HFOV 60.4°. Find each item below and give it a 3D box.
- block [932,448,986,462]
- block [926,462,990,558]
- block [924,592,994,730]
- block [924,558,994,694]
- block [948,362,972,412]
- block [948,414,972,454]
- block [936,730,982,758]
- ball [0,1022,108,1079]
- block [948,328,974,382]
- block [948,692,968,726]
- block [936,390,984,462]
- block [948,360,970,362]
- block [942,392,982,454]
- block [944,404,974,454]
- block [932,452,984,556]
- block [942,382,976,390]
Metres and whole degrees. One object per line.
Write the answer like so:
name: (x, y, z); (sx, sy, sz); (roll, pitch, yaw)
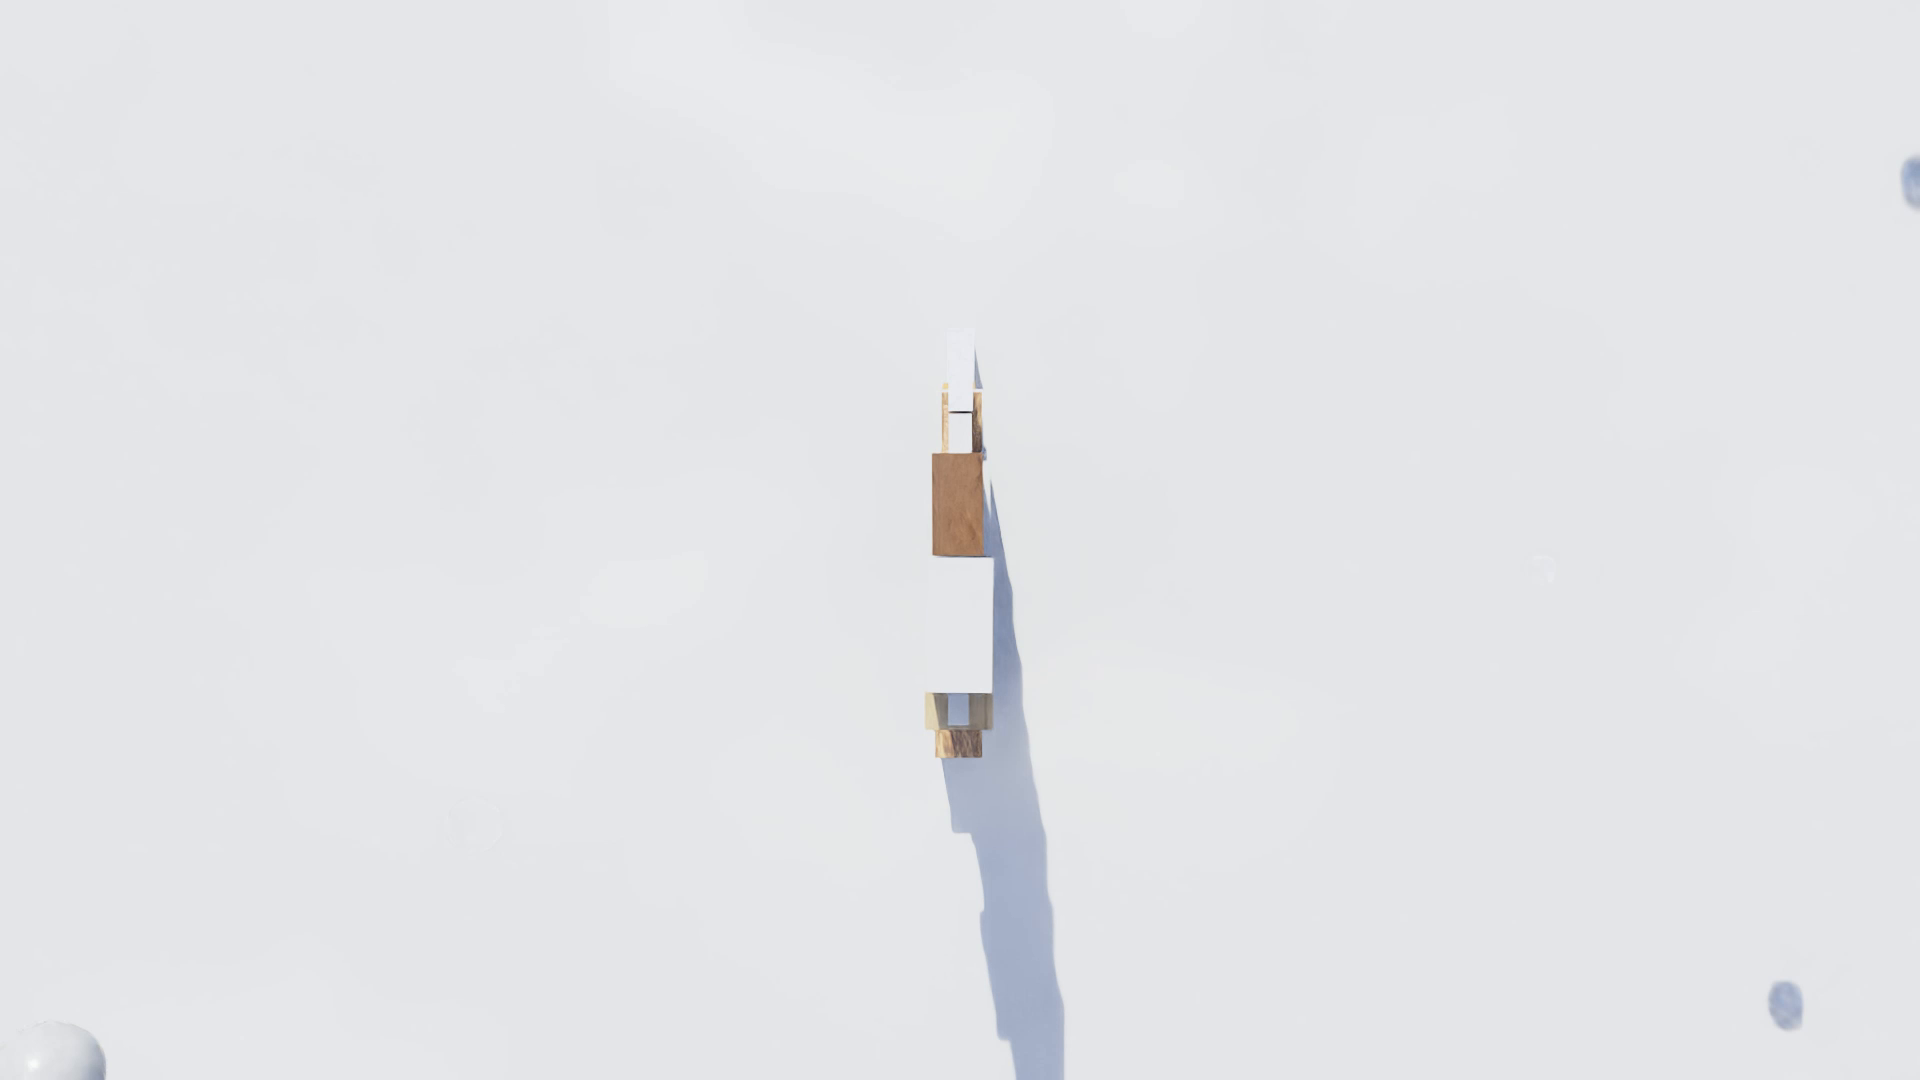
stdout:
block: (-0.001, -0.120, 5.141); (0.167, 0.047, 0.335); (0, 90, 0)
block: (-0.005, -0.035, 4.171); (0.163, 0.046, 0.327); (0, 90, 0)
block: (-0.002, 0.306, 4.186); (0.173, 0.049, 0.347); (0, 90, 0)
block: (-0.002, 0.196, 3.815); (0.155, 0.044, 0.310); (1, 90, 0)
block: (0.001, -0.393, 4.241); (0.063, 0.018, 0.125); (0, 90, 0)
block: (0.001, -0.267, 4.250); (0.058, 0.017, 0.117); (0, 90, 0)
block: (-0.004, 0.534, 5.184); (0.147, 0.042, 0.294); (0, 90, 0)
ball: (-2.113, 1.241, 3.823); (0.242, 0.242, 0.242); (0, 90, 0)
block: (0.002, -0.594, 5.312); (0.088, 0.025, 0.175); (0, 90, 0)
block: (-0.004, 0.405, 4.055); (0.050, 0.014, 0.099); (0, 90, 0)
block: (-0.001, -0.303, 4.826); (0.136, 0.039, 0.273); (0, 90, 0)
block: (-0.002, -0.422, 4.427); (0.059, 0.017, 0.117); (0, 90, 0)
block: (0.005, -0.297, 4.568); (0.111, 0.031, 0.222); (0, 90, 0)
block: (-0.003, -0.281, 4.386); (0.078, 0.022, 0.156); (0, 90, 0)
block: (-0.006, -0.084, 3.890); (0.120, 0.034, 0.240); (0, 90, 0)
block: (-0.004, -0.397, 5.276); (0.104, 0.030, 0.209); (0, 90, 0)
